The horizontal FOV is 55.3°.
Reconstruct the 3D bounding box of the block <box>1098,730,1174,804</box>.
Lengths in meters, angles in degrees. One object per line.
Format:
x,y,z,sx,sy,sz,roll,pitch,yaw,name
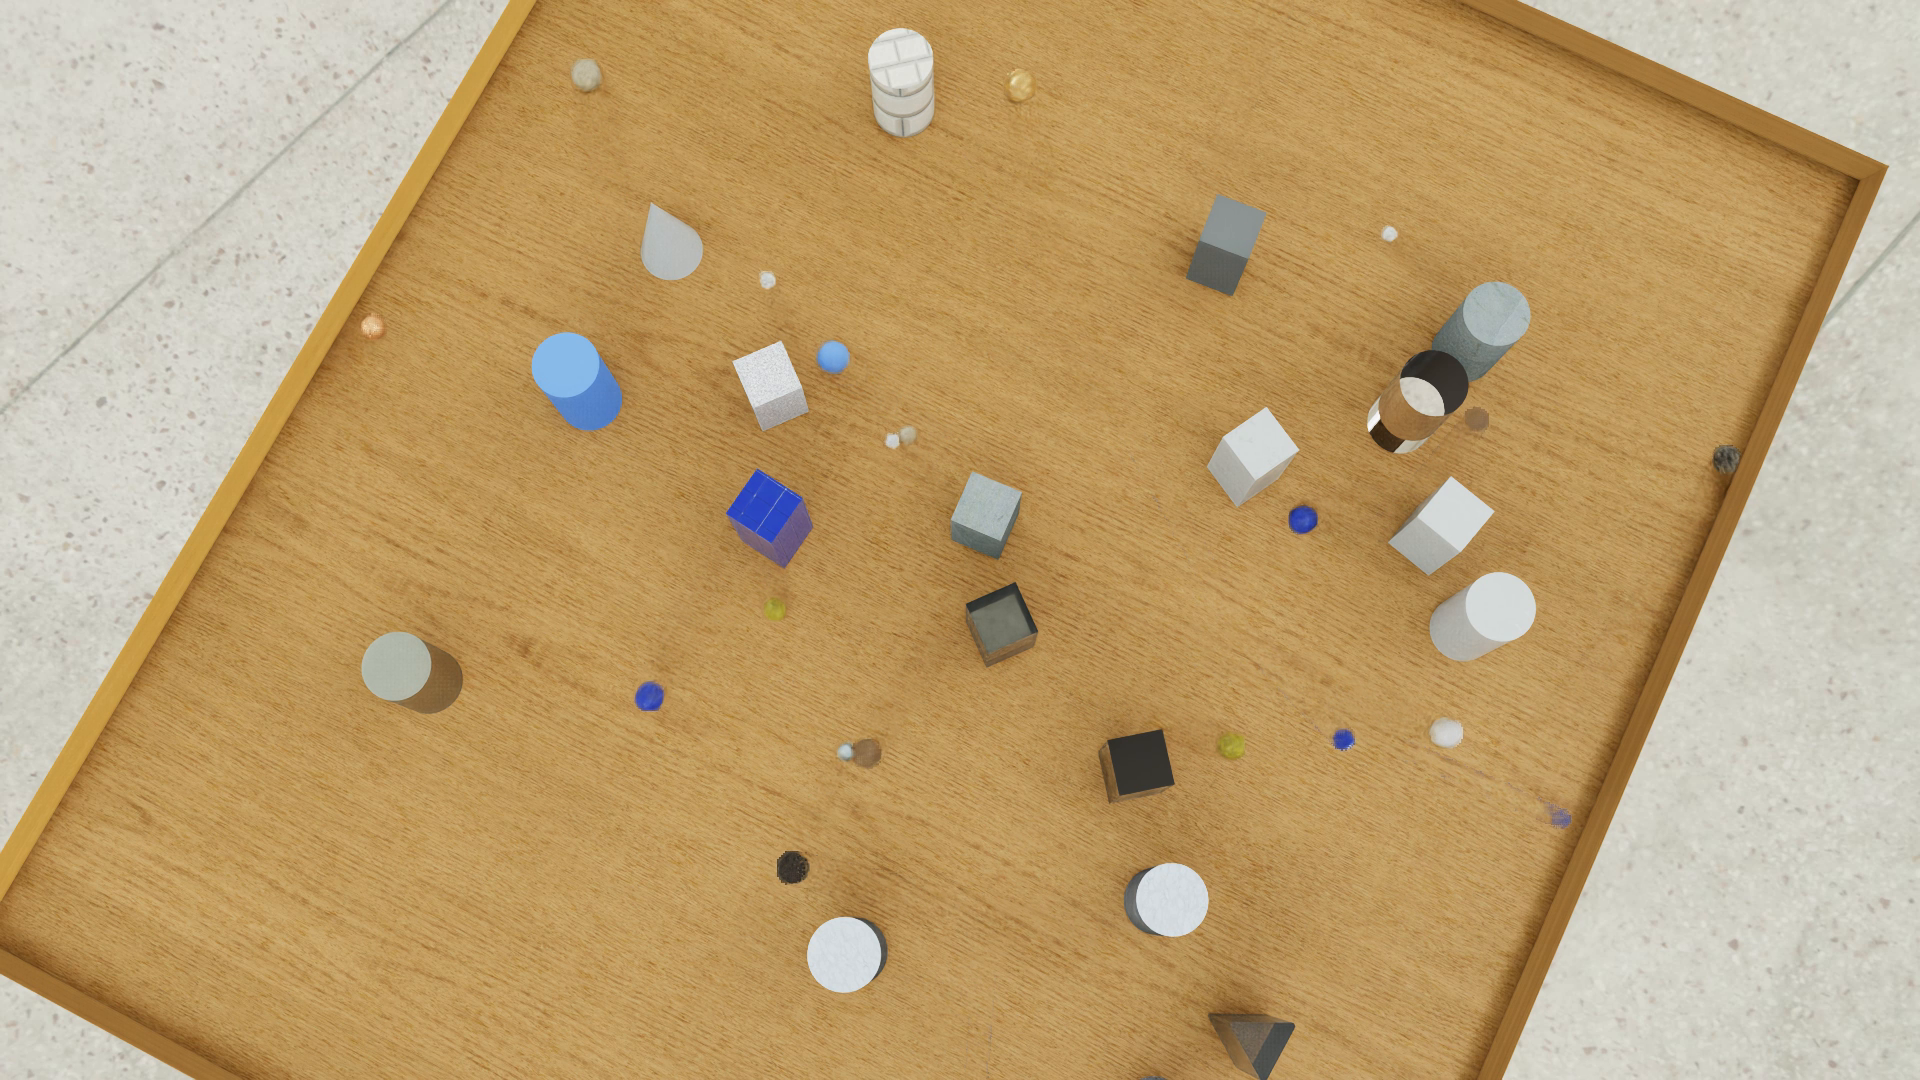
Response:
0.506,0.658,5.296,0.158,0.361,0.158,-11,79,-2,block

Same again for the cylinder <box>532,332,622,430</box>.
-1.151,-0.473,5.526,0.198,0.368,0.198,0,78,0,cylinder

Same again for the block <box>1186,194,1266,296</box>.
0.815,-0.902,5.633,0.158,0.333,0.158,22,79,4,block

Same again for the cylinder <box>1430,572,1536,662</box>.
1.523,0.229,5.361,0.198,0.407,0.198,0,78,0,cylinder

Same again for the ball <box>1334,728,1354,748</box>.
1.144,0.592,5.464,0.058,0.058,0.058,0,78,0,ball

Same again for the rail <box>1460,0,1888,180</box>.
1.046,-2.041,5.972,4.134,0.128,0.045,26,80,5,rail

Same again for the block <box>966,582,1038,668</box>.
0.120,0.254,5.409,0.158,0.303,0.158,-23,79,-5,block

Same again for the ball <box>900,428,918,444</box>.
-0.158,-0.321,5.656,0.053,0.053,0.053,0,78,0,ball

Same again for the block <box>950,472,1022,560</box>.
0.077,-0.070,5.483,0.158,0.290,0.158,23,79,5,block

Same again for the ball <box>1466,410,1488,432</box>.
1.596,-0.369,5.660,0.065,0.065,0.065,0,78,0,ball

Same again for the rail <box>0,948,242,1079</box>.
-1.046,2.055,5.125,4.134,0.128,0.045,26,80,5,rail

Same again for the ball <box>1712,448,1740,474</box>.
2.353,-0.244,5.627,0.079,0.079,0.079,0,78,0,ball

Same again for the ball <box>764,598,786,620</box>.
-0.561,0.208,5.539,0.067,0.067,0.067,0,78,0,ball

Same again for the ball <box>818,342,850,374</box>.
-0.391,-0.565,5.683,0.099,0.099,0.099,0,78,0,ball

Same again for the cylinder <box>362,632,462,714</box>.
-1.598,0.392,5.362,0.198,0.339,0.198,0,78,0,cylinder

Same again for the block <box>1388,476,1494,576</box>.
1.422,-0.037,5.437,0.158,0.367,0.158,40,81,8,block

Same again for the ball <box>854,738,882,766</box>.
-0.274,0.632,5.443,0.083,0.083,0.083,0,78,0,ball

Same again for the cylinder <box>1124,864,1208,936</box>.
0.581,1.024,5.205,0.198,0.391,0.198,0,78,0,cylinder

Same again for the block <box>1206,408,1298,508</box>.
0.872,-0.243,5.485,0.158,0.357,0.158,-34,80,-7,block

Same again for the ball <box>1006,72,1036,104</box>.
0.195,-1.448,5.866,0.099,0.099,0.099,0,78,0,ball

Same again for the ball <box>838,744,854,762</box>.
-0.340,0.632,5.459,0.052,0.052,0.052,0,78,0,ball

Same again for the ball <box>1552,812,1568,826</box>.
1.777,0.826,5.422,0.046,0.046,0.046,0,78,0,ball

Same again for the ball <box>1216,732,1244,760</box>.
0.804,0.611,5.449,0.081,0.081,0.081,0,78,0,ball

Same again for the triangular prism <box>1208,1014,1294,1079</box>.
0.784,1.371,5.097,0.148,0.462,0.171,31,80,6,triangular prism

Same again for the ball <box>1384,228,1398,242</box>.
1.360,-0.966,5.794,0.045,0.045,0.045,0,78,0,ball

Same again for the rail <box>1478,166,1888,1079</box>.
1.828,0.902,5.363,0.045,0.128,4.724,26,80,5,rail

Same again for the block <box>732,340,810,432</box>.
-0.573,-0.465,5.578,0.158,0.265,0.158,-24,79,-5,block

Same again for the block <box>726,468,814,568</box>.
-0.559,-0.058,5.428,0.158,0.393,0.158,33,80,6,block

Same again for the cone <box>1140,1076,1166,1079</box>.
0.559,1.609,5.092,0.198,0.375,0.198,0,78,0,cone

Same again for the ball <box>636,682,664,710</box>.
-0.926,0.466,5.477,0.086,0.086,0.086,0,78,0,ball

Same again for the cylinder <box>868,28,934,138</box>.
-0.180,-1.425,5.732,0.198,0.352,0.198,0,78,0,cylinder

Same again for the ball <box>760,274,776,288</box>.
-0.604,-0.814,5.761,0.048,0.048,0.048,0,78,0,ball

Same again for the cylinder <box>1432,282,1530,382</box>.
1.574,-0.626,5.556,0.198,0.372,0.198,0,78,0,cylinder

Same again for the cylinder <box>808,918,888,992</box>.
-0.310,1.158,5.136,0.198,0.471,0.198,0,78,0,cylinder

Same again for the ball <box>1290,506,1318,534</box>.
1.049,-0.063,5.587,0.085,0.085,0.085,0,78,0,ball

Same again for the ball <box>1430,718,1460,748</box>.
1.444,0.573,5.452,0.089,0.089,0.089,0,78,0,ball

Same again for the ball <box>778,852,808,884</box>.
-0.487,0.962,5.372,0.089,0.089,0.089,0,78,0,ball

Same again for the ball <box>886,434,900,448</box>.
-0.207,-0.304,5.657,0.044,0.044,0.044,0,78,0,ball

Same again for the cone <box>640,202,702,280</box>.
-0.913,-0.958,5.611,0.198,0.399,0.198,0,78,0,cone

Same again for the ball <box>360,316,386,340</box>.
-1.829,-0.662,5.714,0.077,0.077,0.077,0,78,0,ball

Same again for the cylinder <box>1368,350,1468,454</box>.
1.364,-0.408,5.481,0.198,0.431,0.198,0,78,0,cylinder

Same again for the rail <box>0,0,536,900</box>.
-1.828,-0.888,5.734,0.045,0.128,4.724,26,80,5,rail

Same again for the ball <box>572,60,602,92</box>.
-1.196,-1.488,5.876,0.095,0.095,0.095,0,78,0,ball
